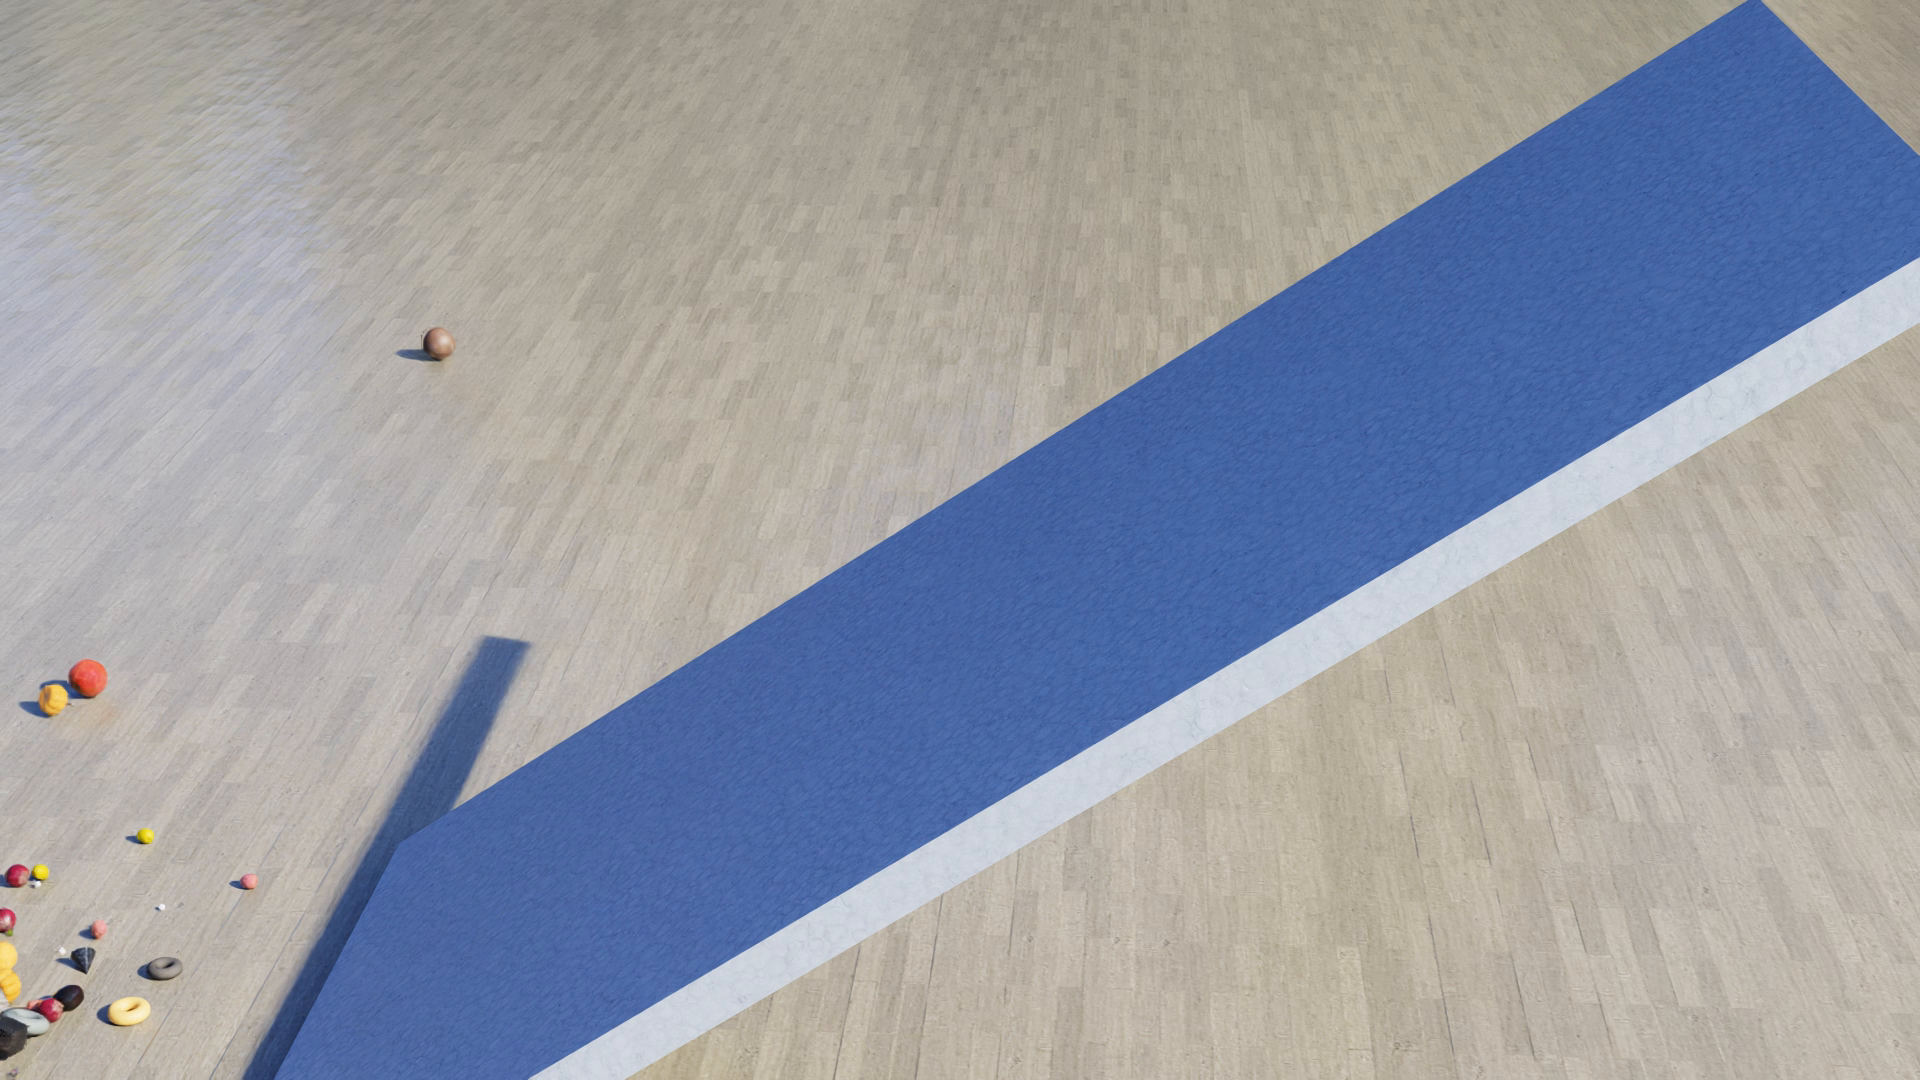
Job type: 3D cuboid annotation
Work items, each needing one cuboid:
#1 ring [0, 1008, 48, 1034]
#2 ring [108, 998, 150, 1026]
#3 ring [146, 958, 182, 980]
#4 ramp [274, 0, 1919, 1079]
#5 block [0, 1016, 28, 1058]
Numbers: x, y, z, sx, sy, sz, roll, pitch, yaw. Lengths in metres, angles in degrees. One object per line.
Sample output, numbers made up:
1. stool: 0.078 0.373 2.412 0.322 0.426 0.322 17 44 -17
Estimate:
1. ring: -2.216 1.141 6.965 0.115 0.038 0.115 17 0 0
2. ring: -1.991 1.128 7.044 0.101 0.034 0.101 0 22 0
3. ring: -1.958 1.055 7.242 0.087 0.029 0.087 1 21 0
4. ramp: 0.137 0.173 6.302 4.000 0.100 2.000 -32 16 15
5. block: -2.230 1.162 6.880 0.063 0.063 0.063 21 16 14
